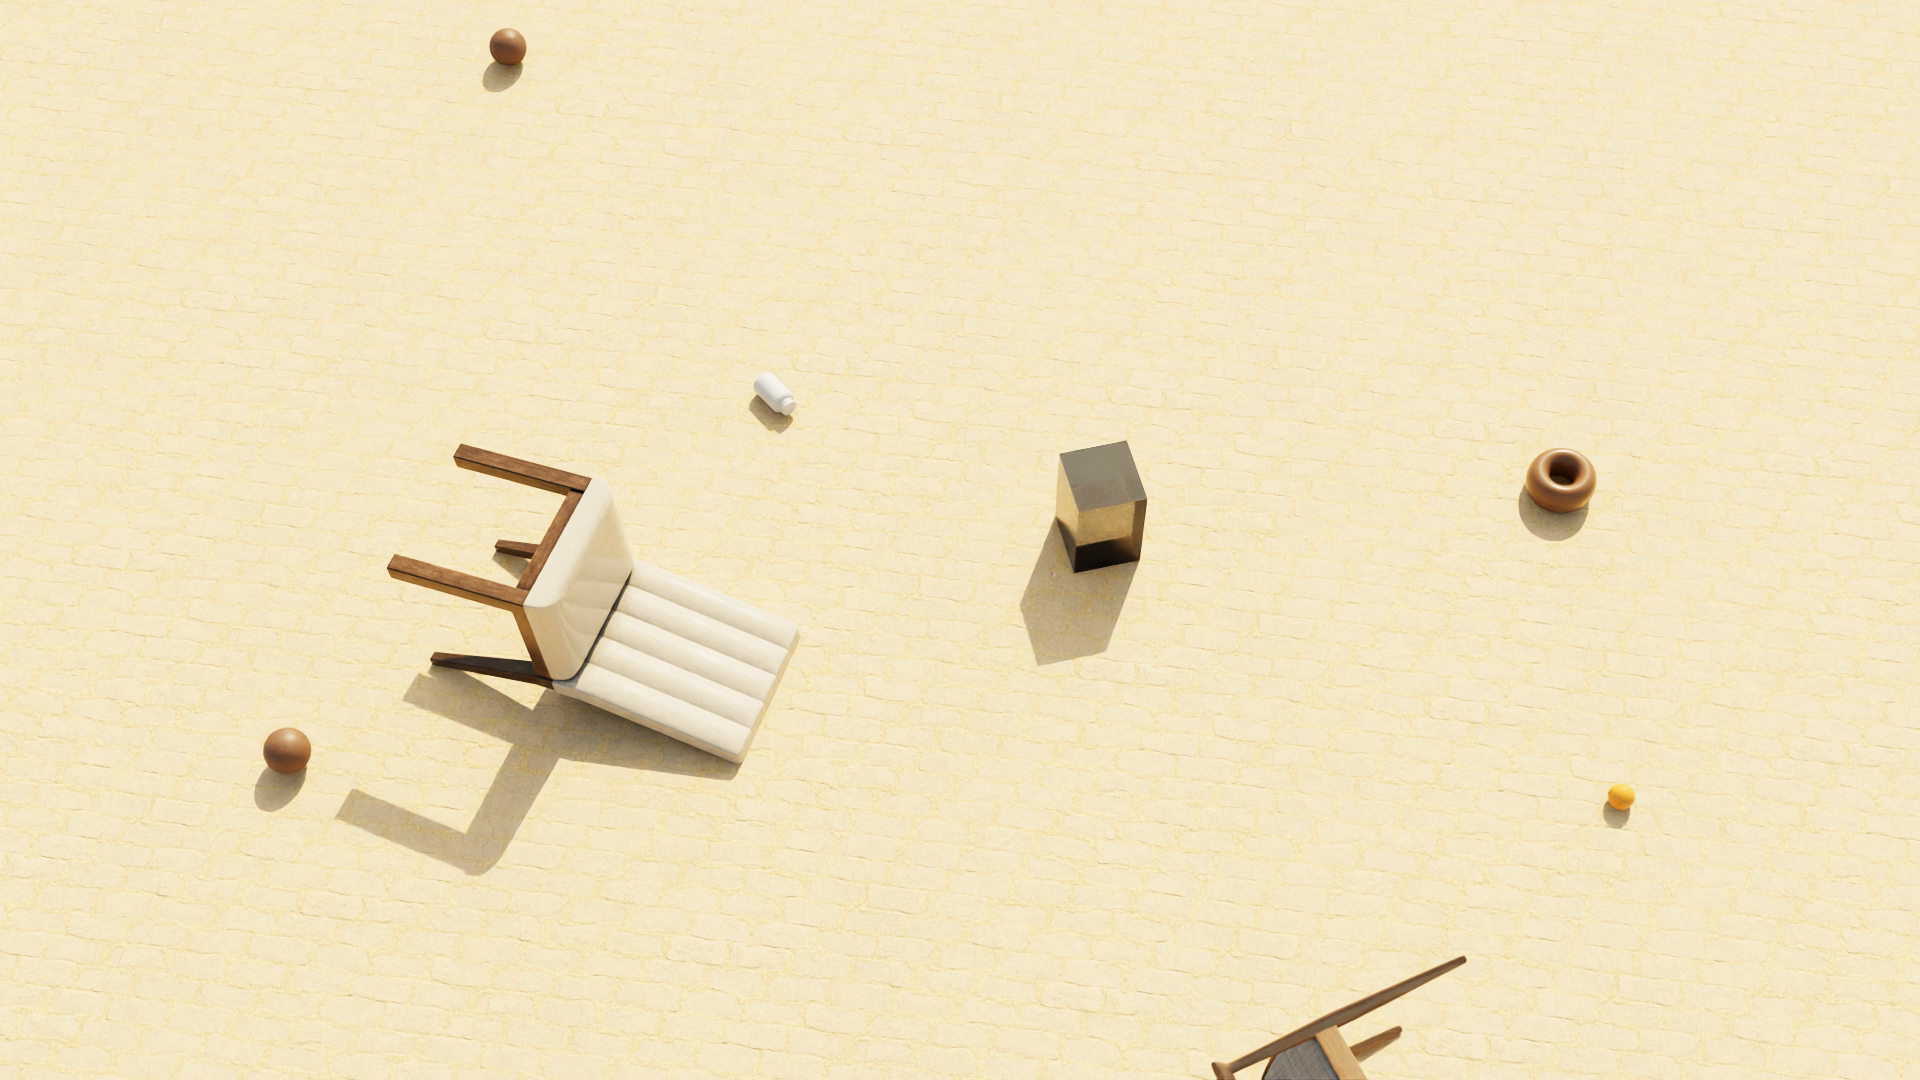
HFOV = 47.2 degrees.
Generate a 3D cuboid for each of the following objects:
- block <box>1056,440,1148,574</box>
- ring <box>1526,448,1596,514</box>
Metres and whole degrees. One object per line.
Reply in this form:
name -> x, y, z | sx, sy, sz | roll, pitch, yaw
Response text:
block -> 0.411, -0.095, 6.447 | 0.204, 0.317, 0.214 | -11, 57, -8
ring -> 1.813, -0.180, 6.631 | 0.208, 0.107, 0.213 | 37, 65, 24
